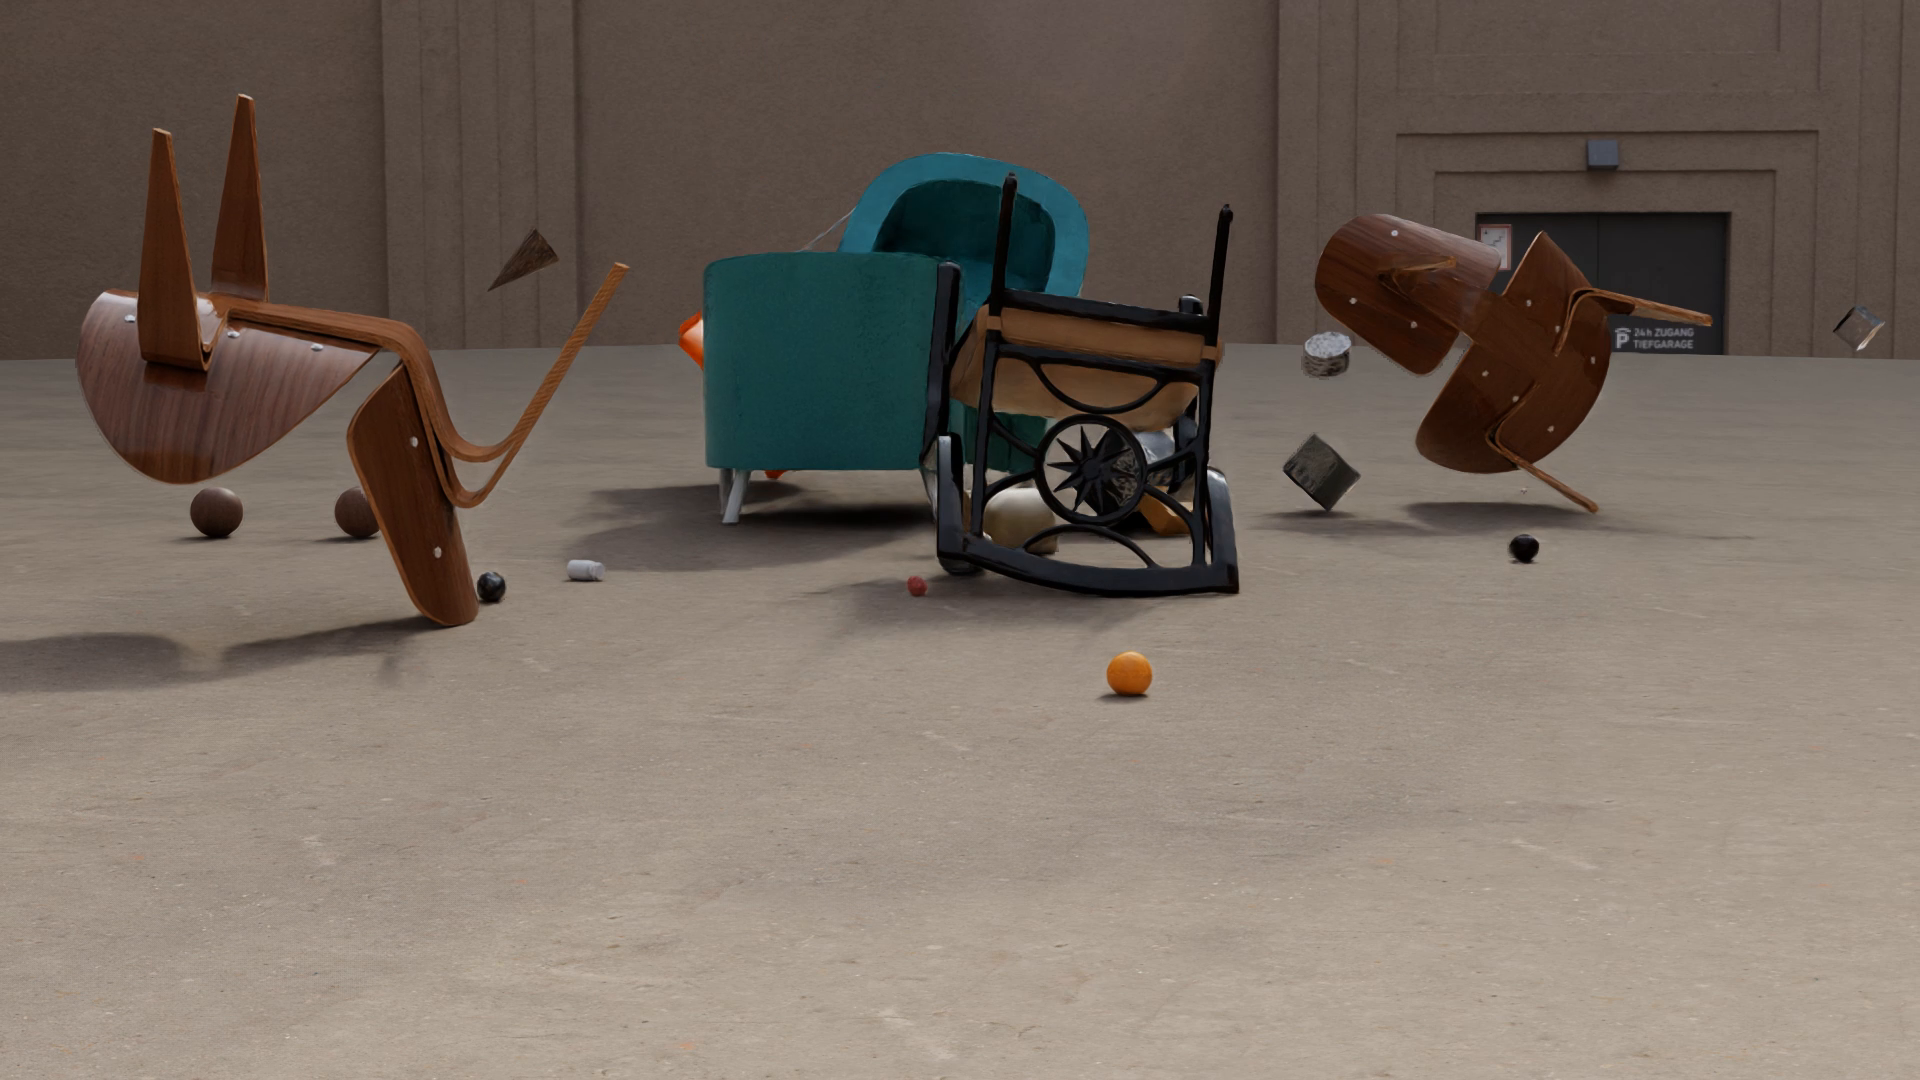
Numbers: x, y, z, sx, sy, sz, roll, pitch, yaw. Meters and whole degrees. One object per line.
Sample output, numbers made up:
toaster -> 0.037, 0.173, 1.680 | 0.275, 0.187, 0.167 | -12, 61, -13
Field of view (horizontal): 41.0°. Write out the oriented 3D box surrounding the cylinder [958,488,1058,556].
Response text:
cylinder -> 0.113, -0.044, 6.099 | 0.193, 0.107, 0.194 | -2, 48, -18

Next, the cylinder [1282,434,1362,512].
cylinder -> 1.011, -0.188, 7.169 | 0.194, 0.131, 0.170 | 33, 13, -47

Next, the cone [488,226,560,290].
cone -> -1.301, -0.797, 7.519 | 0.224, 0.119, 0.176 | -40, -15, -7

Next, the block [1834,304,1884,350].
block -> 2.203, -0.521, 6.291 | 0.072, 0.077, 0.064 | 45, 34, 21

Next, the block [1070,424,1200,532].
block -> 0.455, -0.163, 6.666 | 0.219, 0.197, 0.183 | -6, 48, -52

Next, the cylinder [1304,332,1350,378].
cylinder -> 1.125, -0.569, 7.864 | 0.149, 0.075, 0.126 | -26, 44, -24

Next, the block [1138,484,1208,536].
block -> 0.544, -0.076, 6.553 | 0.129, 0.071, 0.109 | -4, 46, -37
